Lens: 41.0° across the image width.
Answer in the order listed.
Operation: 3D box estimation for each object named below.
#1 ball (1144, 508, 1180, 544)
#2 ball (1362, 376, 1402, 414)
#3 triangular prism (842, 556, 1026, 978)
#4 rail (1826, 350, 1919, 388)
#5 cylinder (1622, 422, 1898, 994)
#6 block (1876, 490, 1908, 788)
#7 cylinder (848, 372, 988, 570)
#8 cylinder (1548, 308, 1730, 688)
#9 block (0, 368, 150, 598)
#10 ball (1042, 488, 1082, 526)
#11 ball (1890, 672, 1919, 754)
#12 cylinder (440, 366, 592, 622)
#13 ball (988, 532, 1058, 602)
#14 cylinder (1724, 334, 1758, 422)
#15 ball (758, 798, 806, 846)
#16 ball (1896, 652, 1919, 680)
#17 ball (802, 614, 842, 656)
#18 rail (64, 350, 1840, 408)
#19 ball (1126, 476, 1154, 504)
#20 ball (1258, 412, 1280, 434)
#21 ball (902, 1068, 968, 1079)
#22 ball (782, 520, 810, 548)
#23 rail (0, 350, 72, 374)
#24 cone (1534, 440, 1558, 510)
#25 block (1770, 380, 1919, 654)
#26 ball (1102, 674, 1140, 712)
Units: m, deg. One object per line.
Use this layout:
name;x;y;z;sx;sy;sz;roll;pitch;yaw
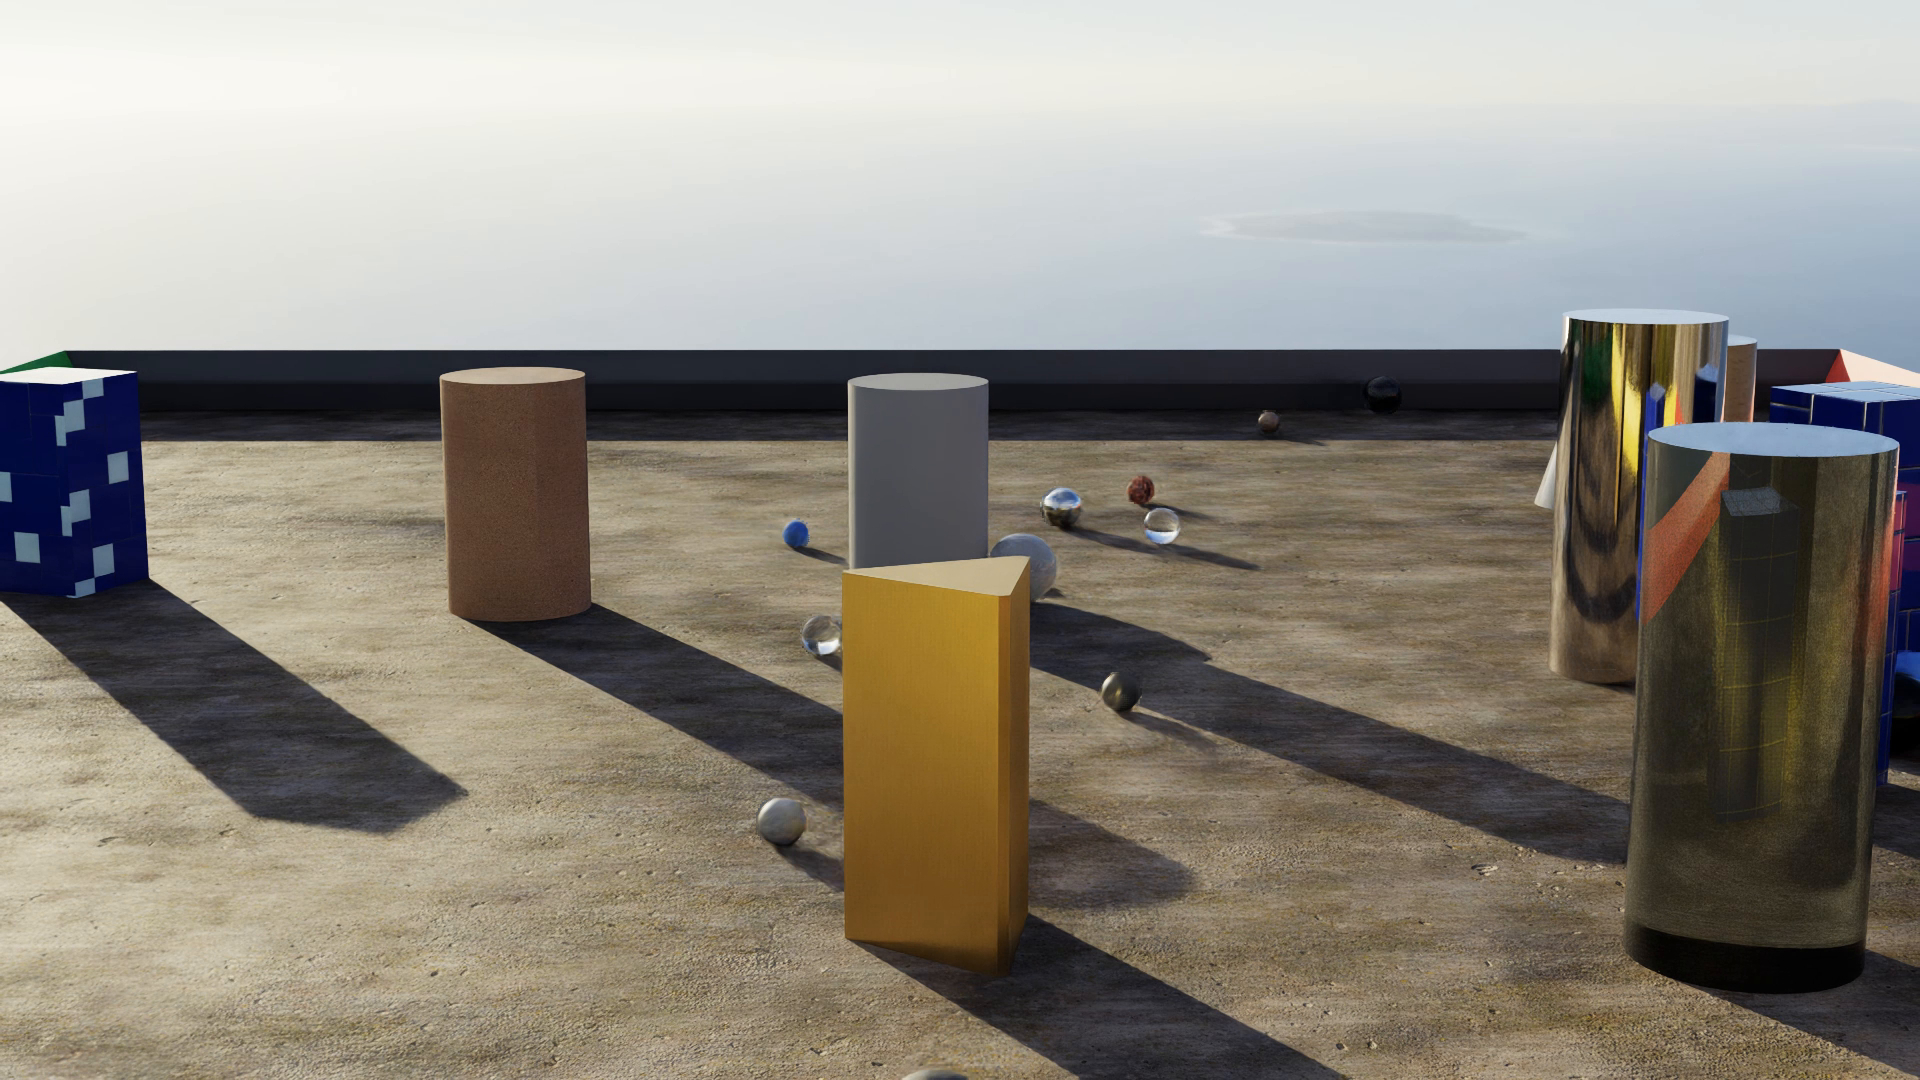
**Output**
ball;0.309;-0.021;3.928;0.056;0.056;0.056;0;11;0
ball;0.885;-0.304;5.383;0.080;0.080;0.080;0;11;0
triangular prism;0.012;0.179;2.147;0.166;0.314;0.144;8;13;36
rail;1.865;0.030;3.460;0.045;0.125;4.100;0;11;0
cylinder;0.648;0.131;2.088;0.192;0.431;0.192;0;11;0
block;0.843;0.101;2.601;0.154;0.302;0.154;10;14;43
cylinder;-0.057;-0.069;3.524;0.192;0.299;0.192;0;11;0
cylinder;0.813;-0.054;3.085;0.192;0.430;0.192;0;11;0
block;-1.262;-0.084;3.608;0.154;0.297;0.154;4;11;21
ball;0.163;-0.052;4.077;0.062;0.062;0.062;0;11;0
ball;0.994;0.184;2.736;0.089;0.089;0.089;0;11;0
cylinder;-0.597;-0.065;3.454;0.192;0.315;0.192;0;11;0
ball;0.085;0.038;3.500;0.096;0.096;0.096;0;11;0
cylinder;0.973;-0.094;3.486;0.192;0.361;0.192;0;11;0
ball;-0.168;0.265;2.417;0.046;0.046;0.046;0;11;0
ball;1.066;0.164;2.874;0.078;0.078;0.078;0;11;0
ball;-0.172;0.118;3.195;0.050;0.050;0.050;0;11;0
rail;-0.012;-0.338;5.441;3.778;0.125;0.045;0;11;0
ball;0.303;-0.084;4.293;0.046;0.046;0.046;0;11;0
ball;0.614;-0.233;5.101;0.043;0.043;0.043;0;11;0
ball;-0.016;0.386;1.681;0.078;0.078;0.078;0;11;0
ball;-0.250;-0.009;3.907;0.041;0.041;0.041;0;11;0
rail;-1.865;0.034;3.439;0.045;0.125;4.100;0;11;0
cone;1.059;-0.214;4.263;0.192;0.313;0.192;0;11;0
block;1.057;-0.001;3.015;0.154;0.350;0.154;-5;12;-25
ball;0.183;0.173;2.919;0.043;0.043;0.043;0;11;0
